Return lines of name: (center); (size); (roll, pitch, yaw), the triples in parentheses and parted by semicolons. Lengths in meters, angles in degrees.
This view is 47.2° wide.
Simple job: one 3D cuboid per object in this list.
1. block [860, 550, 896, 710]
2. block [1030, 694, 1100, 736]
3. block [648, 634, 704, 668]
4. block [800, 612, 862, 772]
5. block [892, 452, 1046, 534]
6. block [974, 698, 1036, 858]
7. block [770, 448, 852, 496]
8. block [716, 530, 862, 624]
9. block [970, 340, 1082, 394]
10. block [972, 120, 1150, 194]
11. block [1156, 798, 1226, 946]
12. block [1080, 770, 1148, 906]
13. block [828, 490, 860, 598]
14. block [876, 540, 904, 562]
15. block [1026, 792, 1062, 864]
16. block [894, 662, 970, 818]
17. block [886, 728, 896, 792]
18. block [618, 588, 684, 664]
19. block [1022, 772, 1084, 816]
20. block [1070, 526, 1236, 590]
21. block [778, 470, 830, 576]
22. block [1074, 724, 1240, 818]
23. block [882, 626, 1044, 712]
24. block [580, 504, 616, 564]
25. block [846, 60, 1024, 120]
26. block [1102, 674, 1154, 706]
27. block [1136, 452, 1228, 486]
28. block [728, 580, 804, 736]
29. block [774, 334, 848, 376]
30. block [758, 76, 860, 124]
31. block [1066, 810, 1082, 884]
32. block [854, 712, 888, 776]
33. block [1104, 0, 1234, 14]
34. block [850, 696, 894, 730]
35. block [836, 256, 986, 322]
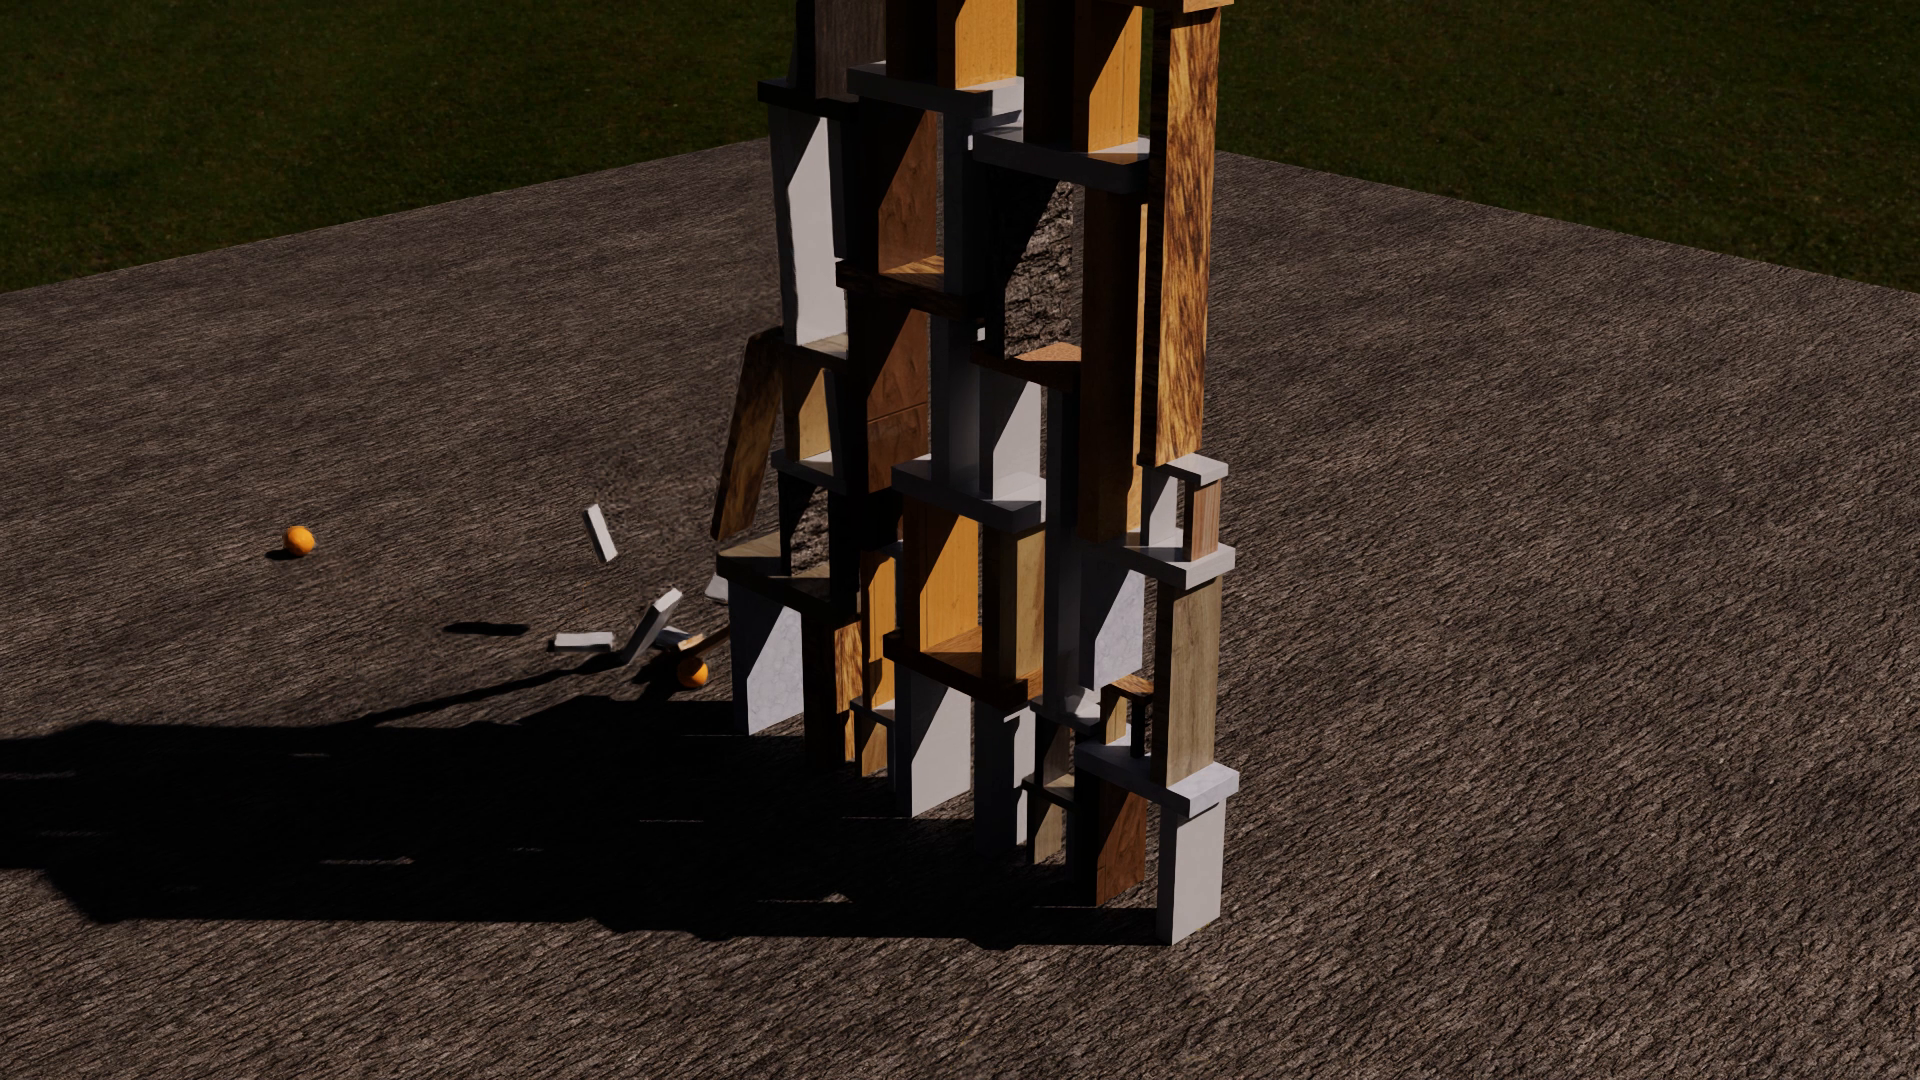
block: (-0.166, 0.168, 4.473); (0.021, 0.364, 0.075); (21, 30, 39)
block: (0.212, 0.323, 4.138); (0.151, 0.021, 0.076); (21, 31, 40)
block: (-0.648, 0.255, 5.033); (0.071, 0.020, 0.141); (-21, -5, -40)
block: (-0.247, 0.294, 4.616); (0.050, 0.353, 0.176); (21, 31, 40)
block: (0.038, -0.097, 4.139); (0.319, 0.045, 0.159); (21, 31, 41)
block: (0.103, 0.439, 4.299); (0.047, 0.334, 0.167); (21, 31, 41)
block: (-0.266, -0.148, 4.454); (0.228, 0.032, 0.114); (21, 31, 40)
block: (-0.330, 0.076, 4.614); (0.176, 0.050, 0.353); (-21, 31, -41)
block: (0.151, -0.319, 3.921); (0.125, 0.035, 0.250); (-21, 31, -40)
block: (0.203, -0.653, 3.722); (0.171, 0.049, 0.343); (-21, 31, -40)
block: (0.422, 0.589, 4.018); (0.039, 0.277, 0.139); (21, 31, 41)
block: (0.291, 0.538, 4.139); (0.039, 0.277, 0.139); (21, 31, 41)
block: (-0.212, -0.007, 4.454); (0.032, 0.228, 0.114); (21, 31, 41)
block: (-0.132, 0.005, 4.365); (0.149, 0.021, 0.075); (21, 31, 40)
block: (0.164, 0.546, 4.279); (0.077, 0.153, 0.022); (-21, 31, -41)
block: (-0.054, 0.377, 4.444); (0.047, 0.334, 0.167); (21, 31, 41)
block: (-0.117, 0.441, 4.534); (0.021, 0.146, 0.073); (21, 31, 40)
block: (-0.712, 0.198, 5.063); (0.027, 0.192, 0.096); (40, 37, 5)
block: (0.200, 0.479, 4.212); (0.153, 0.022, 0.077); (21, 31, 40)
block: (0.337, 0.014, 3.862); (0.132, 0.037, 0.265); (-21, 31, -40)
block: (-0.320, -0.049, 4.553); (0.114, 0.228, 0.032); (-21, 31, -41)
block: (0.357, 0.417, 4.017); (0.139, 0.039, 0.277); (-21, 31, -41)
block: (0.024, 0.233, 4.297); (0.334, 0.047, 0.167); (21, 31, 41)
block: (-0.847, -0.015, 5.159); (0.019, 0.131, 0.066); (-16, 12, 15)
block: (-0.034, -0.808, 3.918); (0.320, 0.045, 0.160); (21, 31, 40)
block: (0.310, 0.267, 4.010); (0.057, 0.016, 0.113); (-21, 31, -40)
block: (0.379, -0.129, 3.757); (0.072, 0.020, 0.143); (-21, 31, -40)
block: (-0.412, 0.229, 4.769); (0.176, 0.353, 0.050); (-21, 31, -41)
block: (-0.256, -0.376, 4.346); (0.219, 0.031, 0.109); (20, 30, 41)
block: (-0.247, -0.834, 4.141); (0.130, 0.037, 0.261); (-21, 31, -40)
block: (0.236, 0.574, 4.212); (0.022, 0.153, 0.077); (21, 31, 40)
block: (-0.187, 0.415, 4.596); (0.021, 0.146, 0.073); (21, 31, 40)
block: (0.301, -0.883, 3.518); (0.249, 0.035, 0.125); (21, 31, 41)
block: (-0.152, 0.351, 4.533); (0.146, 0.021, 0.073); (21, 31, 40)
block: (-0.058, -0.477, 4.078); (0.329, 0.047, 0.164); (21, 31, 40)
